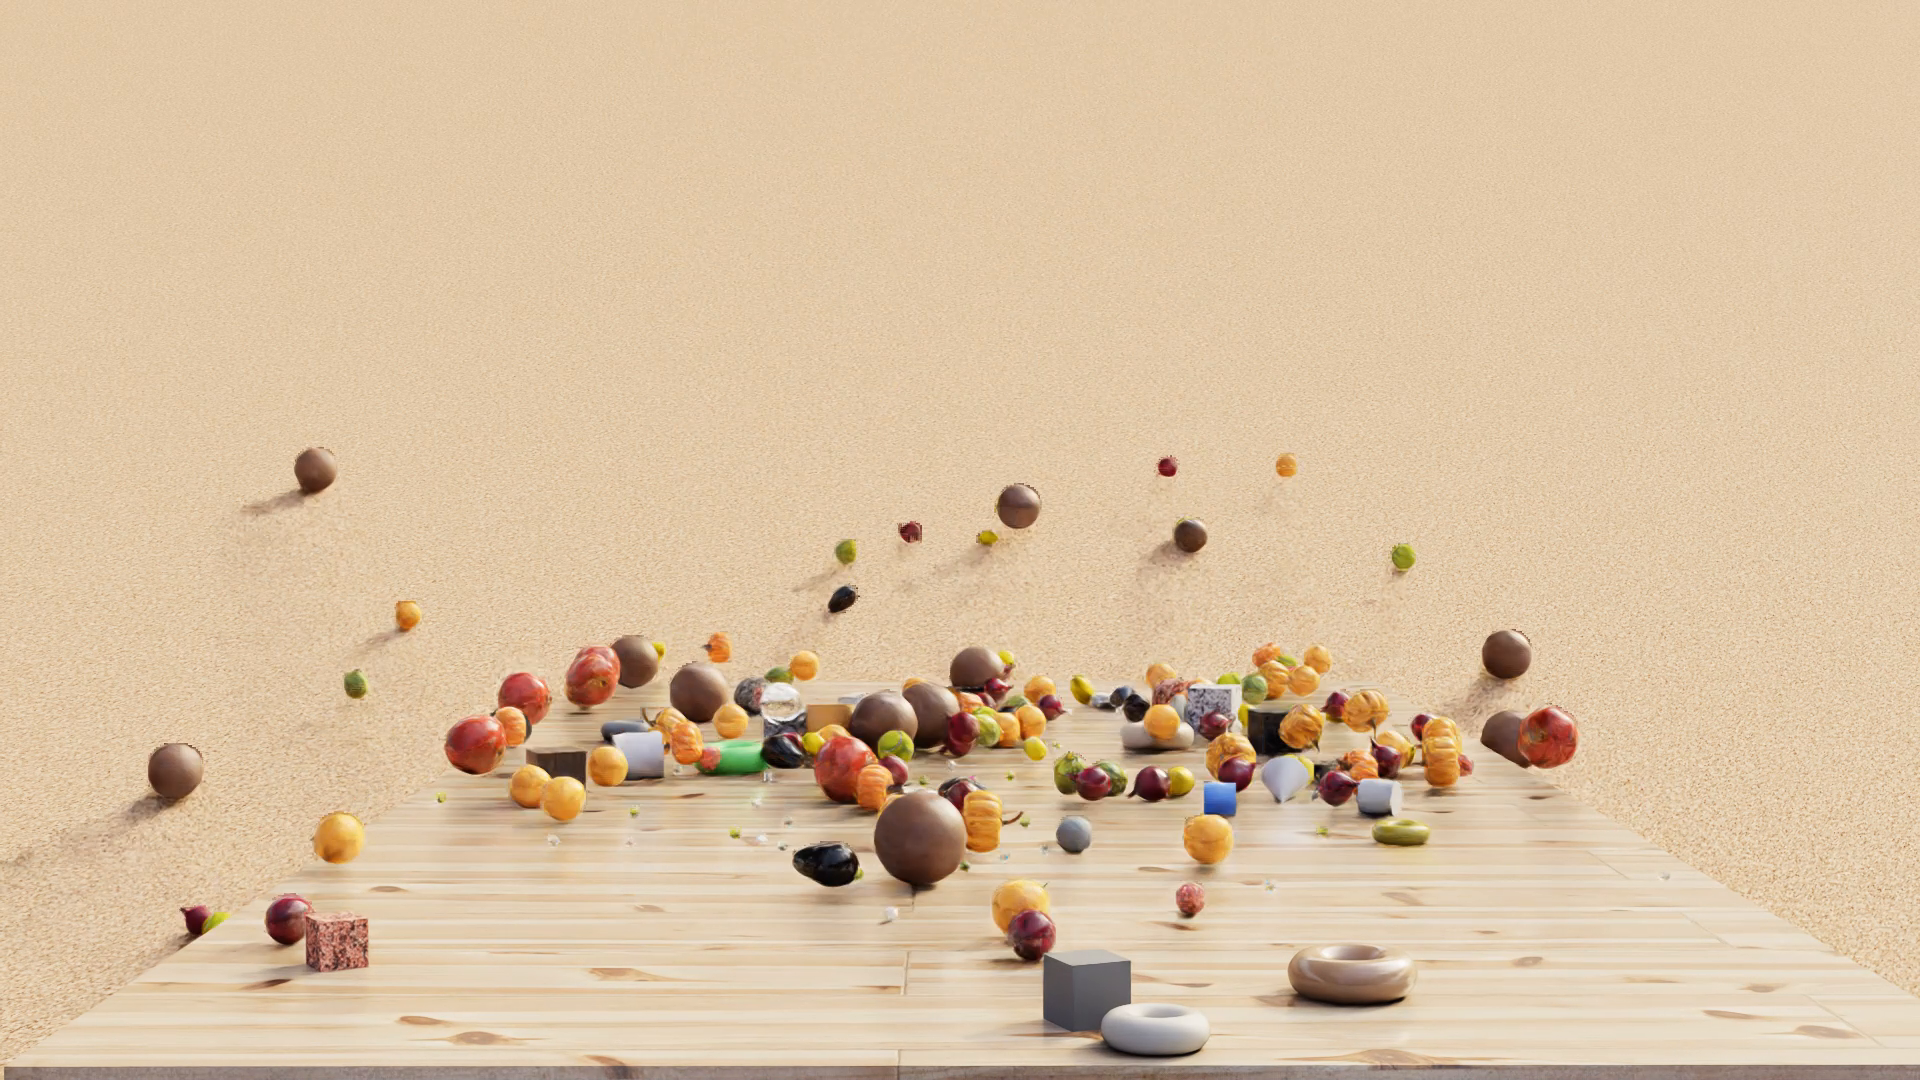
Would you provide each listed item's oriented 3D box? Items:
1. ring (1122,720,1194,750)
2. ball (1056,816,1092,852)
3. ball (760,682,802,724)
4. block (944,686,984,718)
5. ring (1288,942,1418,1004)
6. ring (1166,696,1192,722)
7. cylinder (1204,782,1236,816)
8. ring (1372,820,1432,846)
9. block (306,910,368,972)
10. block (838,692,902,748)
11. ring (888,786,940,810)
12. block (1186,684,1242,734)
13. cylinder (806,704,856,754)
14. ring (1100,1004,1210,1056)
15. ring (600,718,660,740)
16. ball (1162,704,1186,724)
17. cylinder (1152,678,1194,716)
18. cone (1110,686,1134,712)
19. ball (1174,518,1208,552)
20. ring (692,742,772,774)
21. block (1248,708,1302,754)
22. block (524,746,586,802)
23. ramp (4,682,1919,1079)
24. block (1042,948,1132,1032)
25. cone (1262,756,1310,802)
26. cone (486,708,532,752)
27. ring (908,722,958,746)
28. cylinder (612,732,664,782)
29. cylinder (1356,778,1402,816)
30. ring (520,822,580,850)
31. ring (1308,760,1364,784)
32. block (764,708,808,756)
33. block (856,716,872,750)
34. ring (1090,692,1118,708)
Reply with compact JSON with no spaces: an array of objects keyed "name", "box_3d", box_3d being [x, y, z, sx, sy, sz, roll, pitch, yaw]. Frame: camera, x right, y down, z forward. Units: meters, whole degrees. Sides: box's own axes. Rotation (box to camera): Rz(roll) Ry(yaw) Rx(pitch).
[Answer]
[{"name":"ring","box_3d":[0.395,0.391,5.142,0.148,0.049,0.148,-1,2,0]},{"name":"ball","box_3d":[0.171,0.439,3.841,0.054,0.054,0.054,0,23,0]},{"name":"ball","box_3d":[-0.346,0.316,4.978,0.081,0.081,0.081,0,23,0]},{"name":"block","box_3d":[0.010,0.359,5.737,0.064,0.064,0.064,-1,3,-32]},{"name":"ring","box_3d":[0.437,0.482,2.866,0.144,0.048,0.144,-1,3,0]},{"name":"ring","box_3d":[0.448,0.363,5.299,0.031,0.092,0.092,26,30,14]},{"name":"cylinder","box_3d":[0.426,0.424,4.216,0.053,0.053,0.053,1,23,5]},{"name":"ring","box_3d":[0.677,0.448,3.940,0.091,0.030,0.091,-1,3,0]},{"name":"block","box_3d":[-0.732,0.471,3.024,0.057,0.057,0.057,-1,3,-31]},{"name":"block","box_3d":[-0.182,0.363,5.217,0.097,0.097,0.097,1,3,25]},{"name":"ring","box_3d":[-0.077,0.433,4.318,0.090,0.030,0.090,-1,3,0]},{"name":"block","box_3d":[0.536,0.356,5.423,0.096,0.096,0.096,1,2,18]},{"name":"cylinder","box_3d":[-0.252,0.368,5.015,0.095,0.095,0.095,0,-3,0]},{"name":"ring","box_3d":[0.199,0.497,2.618,0.112,0.037,0.112,0,1,0]},{"name":"ring","box_3d":[-0.677,0.390,5.279,0.120,0.040,0.120,1,1,0]},{"name":"ball","box_3d":[0.457,0.375,5.458,0.055,0.055,0.055,0,23,0]},{"name":"cylinder","box_3d":[0.476,0.350,5.612,0.091,0.091,0.091,-8,5,-19]},{"name":"cone","box_3d":[0.378,0.373,5.830,0.063,0.063,0.063,-8,43,-17]},{"name":"ball","box_3d":[0.673,-0.014,7.505,0.100,0.100,0.100,0,23,0]},{"name":"ring","box_3d":[-0.423,0.405,4.789,0.149,0.050,0.149,-1,3,0]},{"name":"block","box_3d":[0.621,0.377,5.088,0.079,0.079,0.079,-1,2,-19]},{"name":"block","box_3d":[-0.696,0.402,4.424,0.084,0.084,0.084,-1,2,-24]},{"name":"ramp","box_3d":[0.054,0.489,4.541,2.000,0.100,4.000,0,2,0]},{"name":"block","box_3d":[0.134,0.476,2.728,0.070,0.070,0.070,-1,2,-24]},{"name":"cone","box_3d":[0.551,0.426,4.391,0.082,0.082,0.082,4,30,10]},{"name":"cone","box_3d":[-0.906,0.396,5.119,0.091,0.091,0.091,1,29,3]},{"name":"ring","box_3d":[-0.054,0.394,5.223,0.103,0.034,0.103,-1,6,0]},{"name":"cylinder","box_3d":[-0.581,0.390,4.646,0.085,0.085,0.085,-3,24,-12]},{"name":"cylinder","box_3d":[0.687,0.422,4.222,0.057,0.057,0.057,2,22,27]},{"name":"ring","box_3d":[-0.623,0.459,3.912,0.091,0.030,0.091,8,26,-4]},{"name":"ring","box_3d":[0.675,0.418,4.627,0.105,0.035,0.105,0,3,0]},{"name":"block","box_3d":[-0.337,0.377,5.057,0.084,0.084,0.084,0,2,6]},{"name":"block","box_3d":[-0.216,0.386,5.146,0.059,0.059,0.059,1,3,26]},{"name":"ring","box_3d":[0.345,0.369,5.920,0.093,0.031,0.093,0,3,0]}]
